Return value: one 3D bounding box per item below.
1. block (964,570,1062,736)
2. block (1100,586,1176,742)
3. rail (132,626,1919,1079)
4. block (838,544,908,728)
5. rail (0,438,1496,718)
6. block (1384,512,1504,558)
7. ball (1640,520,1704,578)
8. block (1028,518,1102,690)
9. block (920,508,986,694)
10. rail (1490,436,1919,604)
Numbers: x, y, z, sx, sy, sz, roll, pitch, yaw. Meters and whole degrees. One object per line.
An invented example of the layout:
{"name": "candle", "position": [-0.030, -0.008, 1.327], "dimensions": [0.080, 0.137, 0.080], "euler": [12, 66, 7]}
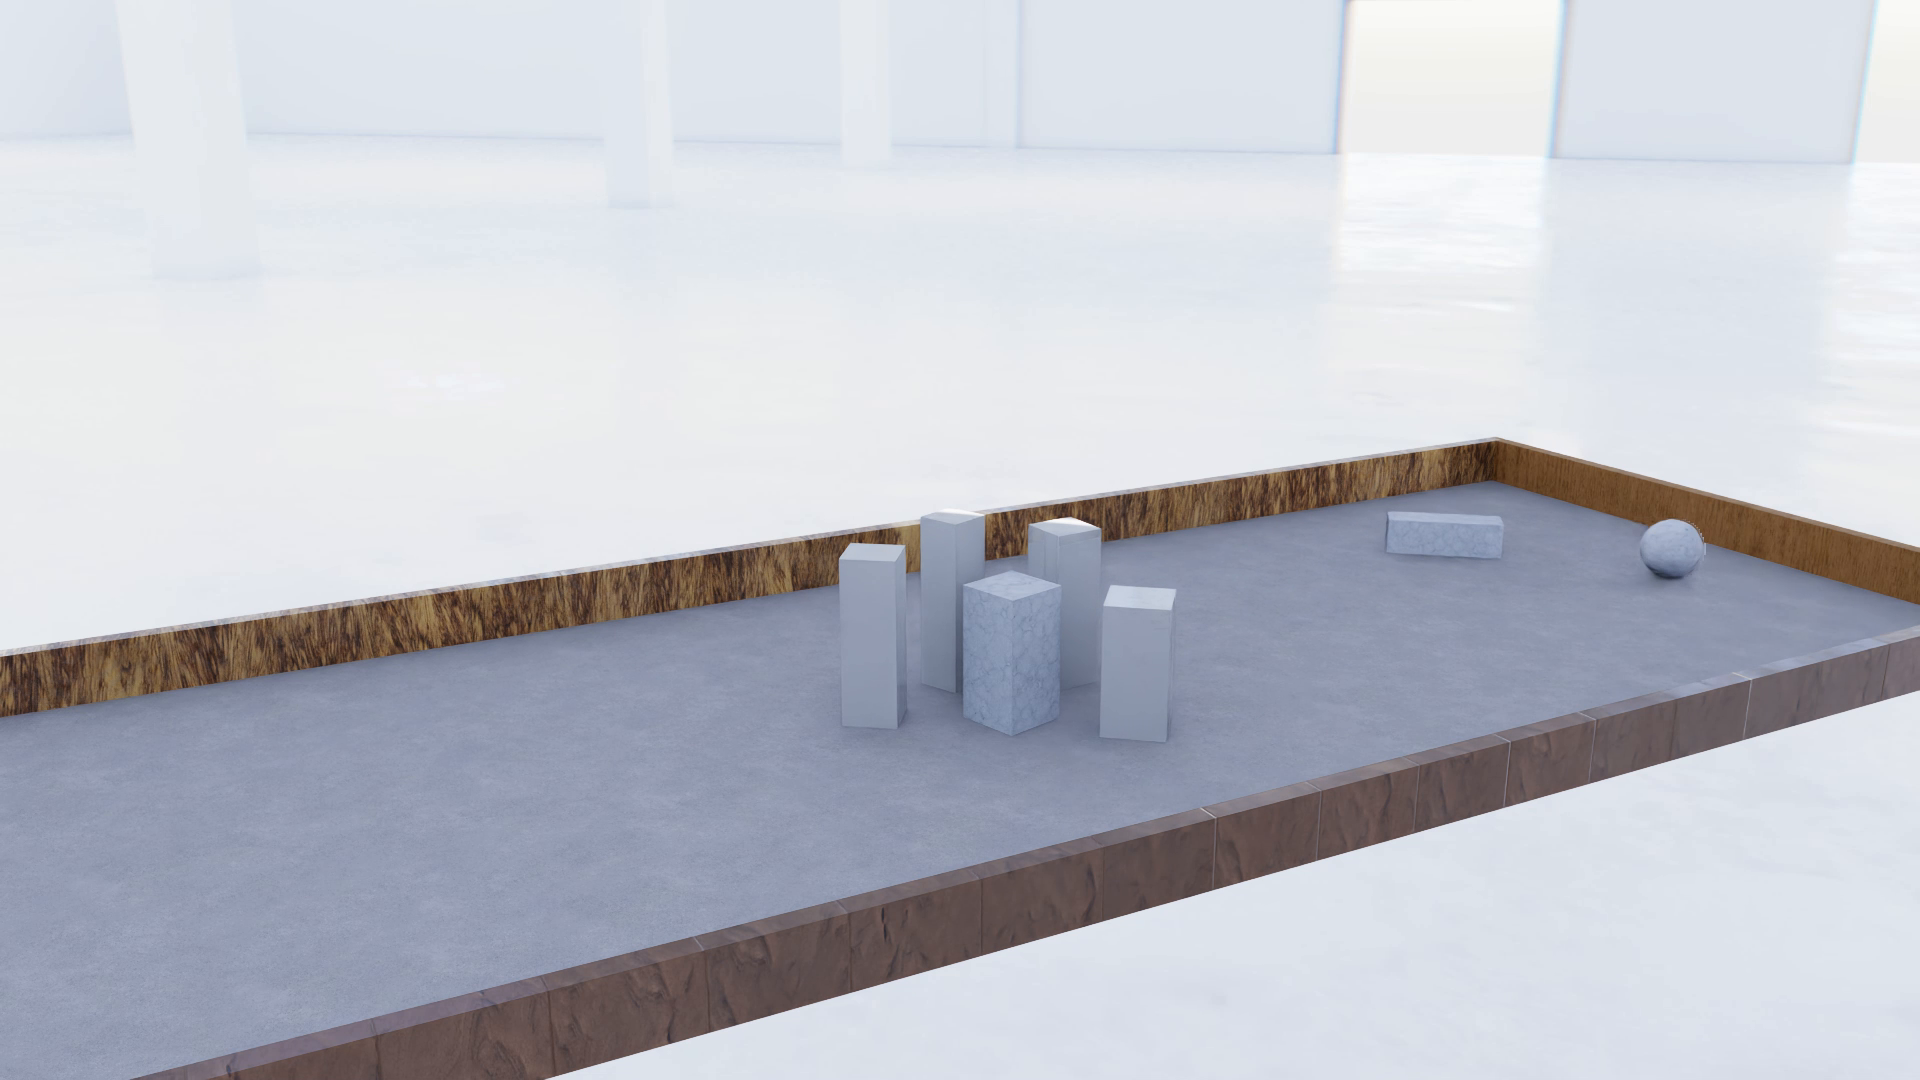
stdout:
{"name": "block", "position": [0.122, 0.263, 3.876], "dimensions": [0.161, 0.329, 0.161], "euler": [-15, 22, -42]}
{"name": "block", "position": [0.412, 0.285, 3.819], "dimensions": [0.153, 0.320, 0.153], "euler": [3, 17, 11]}
{"name": "rail", "position": [-2.336, 1.006, 1.665], "dimensions": [12.000, 0.150, 0.050], "euler": [-9, 18, -27]}
{"name": "block", "position": [-0.202, 0.224, 3.866], "dimensions": [0.131, 0.409, 0.131], "euler": [2, 17, 8]}
{"name": "rail", "position": [-3.305, 0.497, 3.399], "dimensions": [12.000, 0.150, 0.050], "euler": [-9, 18, -27]}
{"name": "block", "position": [1.531, -0.018, 5.225], "dimensions": [0.347, 0.107, 0.107], "euler": [3, 17, 10]}
{"name": "ball", "position": [2.140, 0.025, 4.961], "dimensions": [0.175, 0.175, 0.175], "euler": [0, 16, 0]}
{"name": "block", "position": [0.258, 0.158, 4.110], "dimensions": [0.128, 0.399, 0.128], "euler": [-10, 19, -31]}
{"name": "block", "position": [-0.018, 0.149, 4.082], "dimensions": [0.112, 0.433, 0.112], "euler": [13, 21, 38]}
{"name": "rail", "position": [2.466, -0.048, 5.253], "dimensions": [0.050, 0.150, 2.100], "euler": [-9, 18, -27]}
